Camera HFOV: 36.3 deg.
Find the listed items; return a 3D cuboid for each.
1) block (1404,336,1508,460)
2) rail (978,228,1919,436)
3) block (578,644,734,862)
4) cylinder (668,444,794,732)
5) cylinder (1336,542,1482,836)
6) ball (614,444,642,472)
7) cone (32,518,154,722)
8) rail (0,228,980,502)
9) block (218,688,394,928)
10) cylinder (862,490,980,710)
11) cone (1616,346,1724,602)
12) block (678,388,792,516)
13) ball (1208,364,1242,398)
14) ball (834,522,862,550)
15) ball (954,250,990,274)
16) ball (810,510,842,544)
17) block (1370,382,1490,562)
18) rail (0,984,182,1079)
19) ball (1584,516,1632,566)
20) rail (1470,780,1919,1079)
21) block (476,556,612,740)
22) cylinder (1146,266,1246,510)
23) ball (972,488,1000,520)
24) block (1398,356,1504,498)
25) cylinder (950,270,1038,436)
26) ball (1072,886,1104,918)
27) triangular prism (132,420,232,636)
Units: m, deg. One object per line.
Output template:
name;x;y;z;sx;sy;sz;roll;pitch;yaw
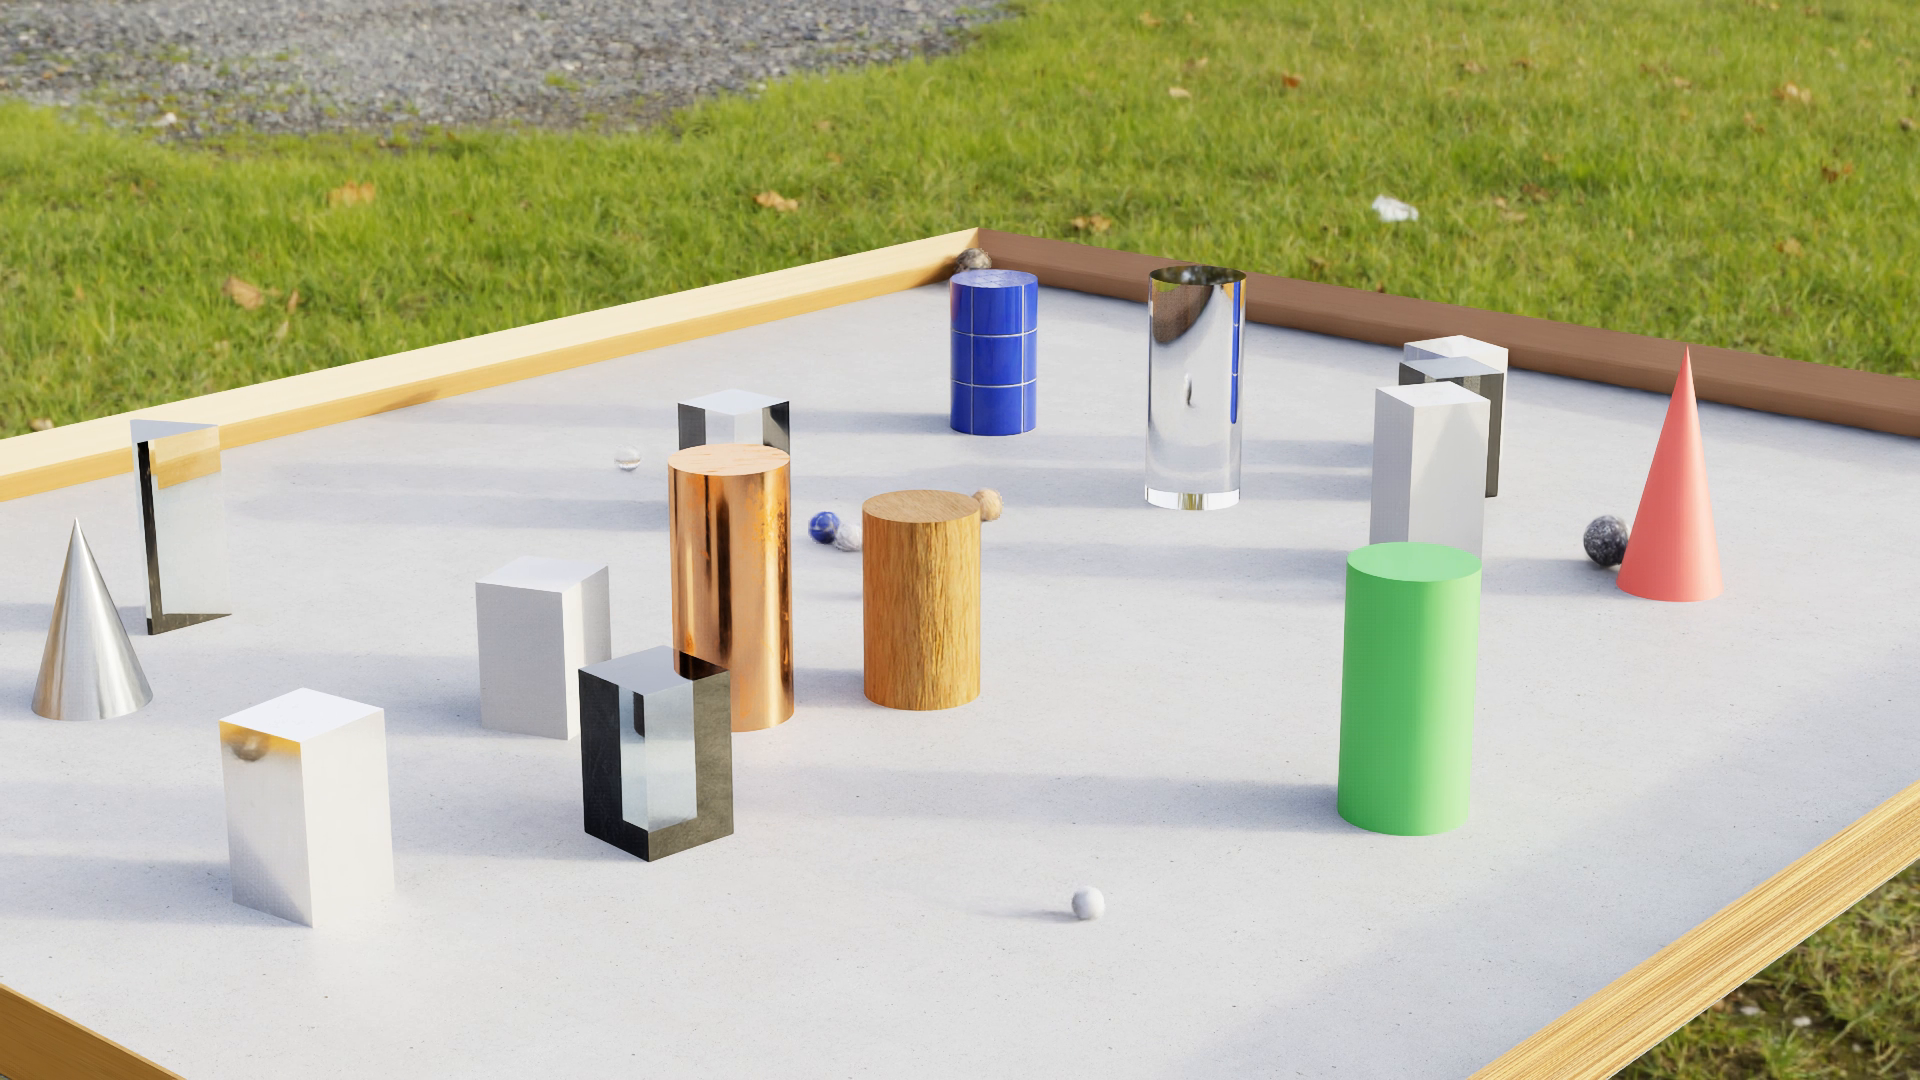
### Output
block;1.002;-0.281;5.960;0.148;0.231;0.148;-9;19;-28
rail;1.367;-0.426;6.628;3.540;0.120;0.045;14;22;39
block;-0.419;0.293;4.048;0.148;0.241;0.148;-15;23;-41
cylinder;-0.350;0.072;4.492;0.185;0.406;0.185;0;17;0
cylinder;0.628;0.207;4.106;0.185;0.371;0.185;0;17;0
ball;-0.666;-0.165;5.884;0.053;0.053;0.053;0;17;0
cone;-1.360;0.107;4.554;0.185;0.302;0.185;0;17;0
rail;-1.319;-0.302;6.217;0.045;0.120;4.218;14;22;39
block;-0.853;0.348;3.838;0.148;0.256;0.148;11;20;32
cylinder;-0.060;0.093;4.598;0.185;0.305;0.185;0;17;0
cone;1.250;-0.128;5.101;0.185;0.436;0.185;0;17;0
block;-0.425;-0.151;5.537;0.148;0.228;0.148;14;22;38
ball;0.584;-0.348;6.451;0.075;0.075;0.075;0;17;0
ball;-0.202;-0.007;5.363;0.054;0.054;0.054;0;17;0
ball;0.032;-0.708;7.611;0.092;0.092;0.092;0;17;0
ball;-0.247;-0.024;5.404;0.061;0.061;0.061;0;17;0
block;0.833;-0.103;5.216;0.148;0.322;0.148;-6;18;-18
rail;-1.367;0.486;3.614;3.540;0.120;0.045;14;22;39
ball;1.167;0.002;5.266;0.092;0.092;0.092;0;17;0
rail;1.318;0.362;4.025;0.045;0.120;4.218;14;22;39
block;-0.634;0.163;4.487;0.148;0.235;0.148;6;18;20
cylinder;0.452;-0.293;5.642;0.185;0.440;0.185;0;17;0
ball;0.047;-0.067;5.549;0.060;0.060;0.060;0;17;0
block;0.952;-0.216;5.716;0.148;0.248;0.148;-6;18;-19
cylinder;0.071;-0.396;6.190;0.185;0.318;0.185;0;17;0
ball;0.166;0.470;3.804;0.042;0.042;0.042;0;17;0
triangular prism;-1.349;-0.030;4.956;0.139;0.333;0.160;16;23;42
